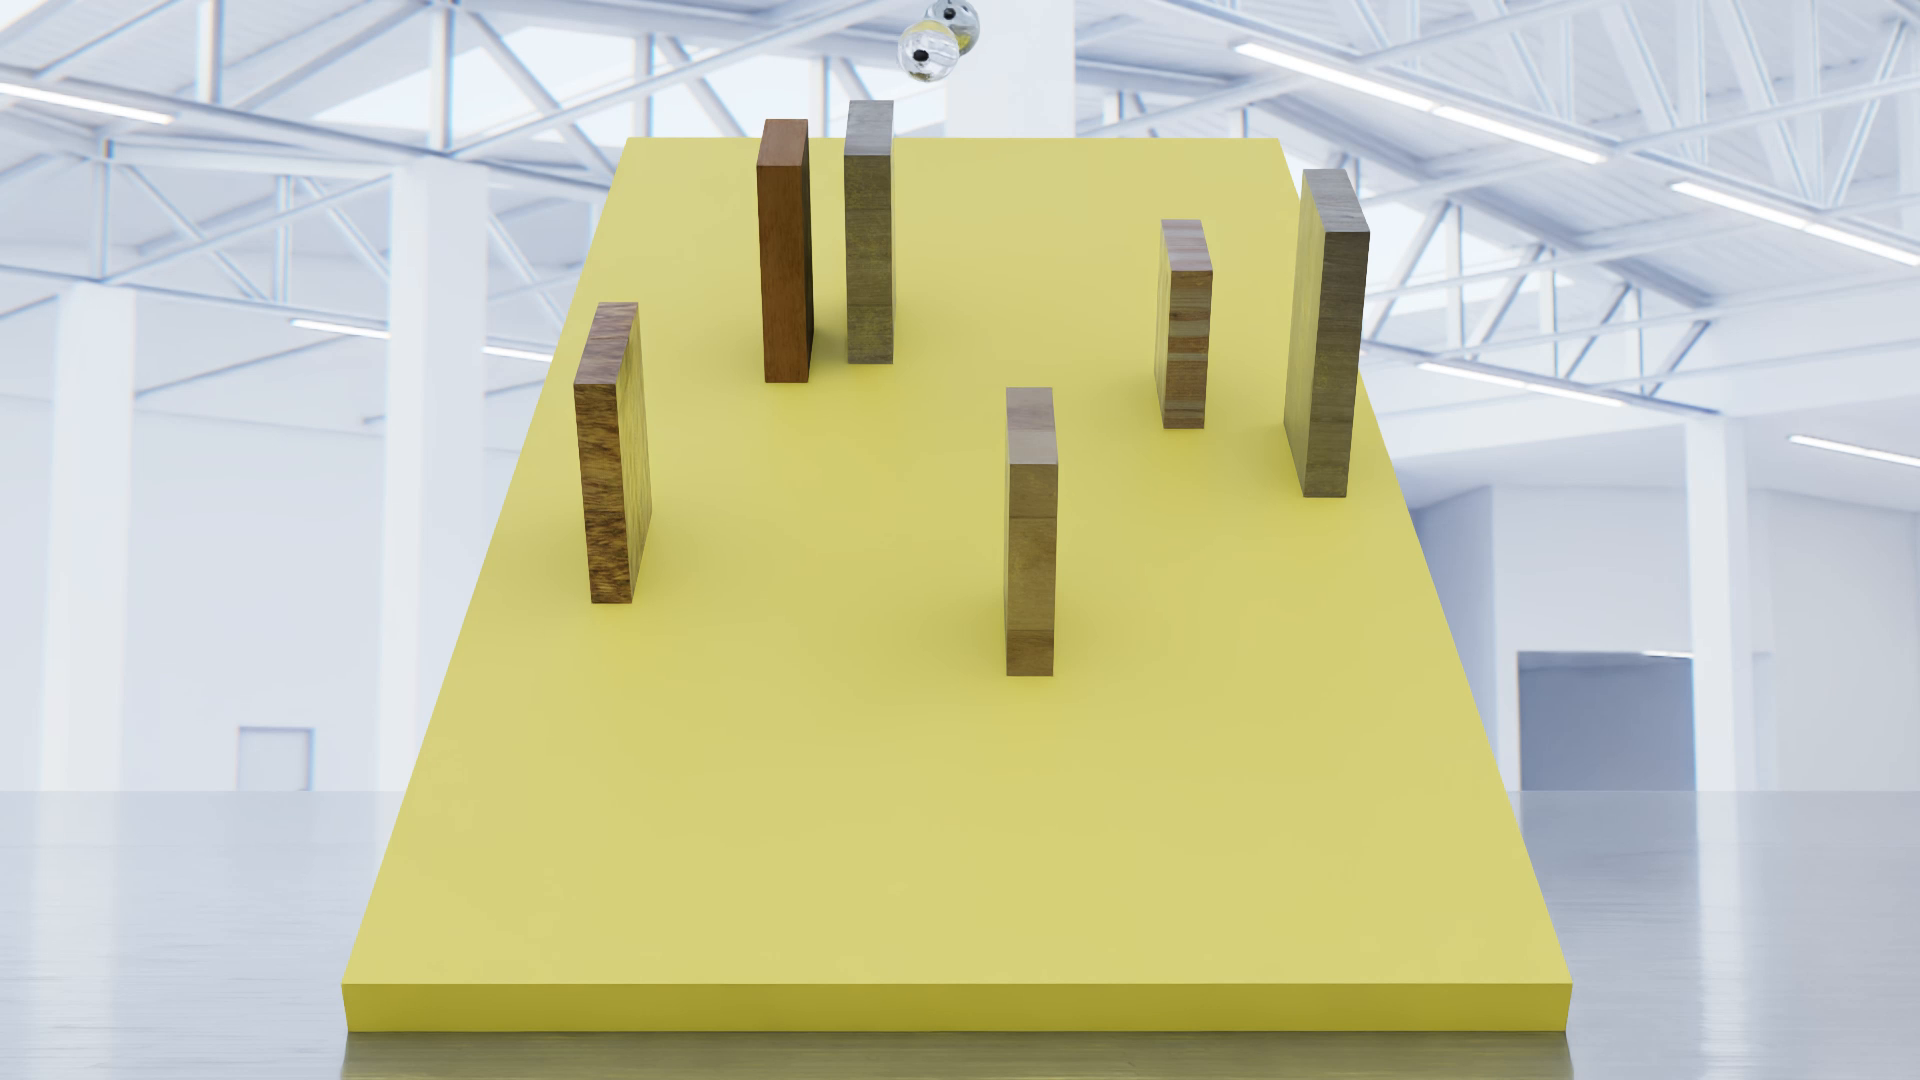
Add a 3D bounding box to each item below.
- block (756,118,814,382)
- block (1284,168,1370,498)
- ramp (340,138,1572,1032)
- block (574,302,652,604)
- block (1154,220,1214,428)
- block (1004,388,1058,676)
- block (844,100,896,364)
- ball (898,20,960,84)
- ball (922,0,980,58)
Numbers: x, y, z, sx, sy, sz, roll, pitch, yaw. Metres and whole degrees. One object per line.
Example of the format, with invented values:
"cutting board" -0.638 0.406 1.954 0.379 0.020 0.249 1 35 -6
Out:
"block" -0.423 -0.706 5.872 0.105 0.559 0.324 0 29 0
"block" 0.813 -0.462 5.368 0.095 0.634 0.373 0 29 0
"ramp" -0.012 -0.215 5.672 2.000 0.100 4.000 0 29 0
"block" -0.717 -0.185 5.001 0.083 0.500 0.398 0 29 0
"block" 0.526 -0.513 5.695 0.095 0.401 0.312 0 29 0
"block" 0.137 -0.018 4.742 0.091 0.468 0.331 0 29 0
"block" -0.222 -0.771 6.004 0.112 0.545 0.396 0 29 0
"ball" -0.091 -1.389 6.843 0.177 0.177 0.177 0 -6 0
"ball" -0.029 -1.557 7.308 0.185 0.185 0.185 0 -6 0
